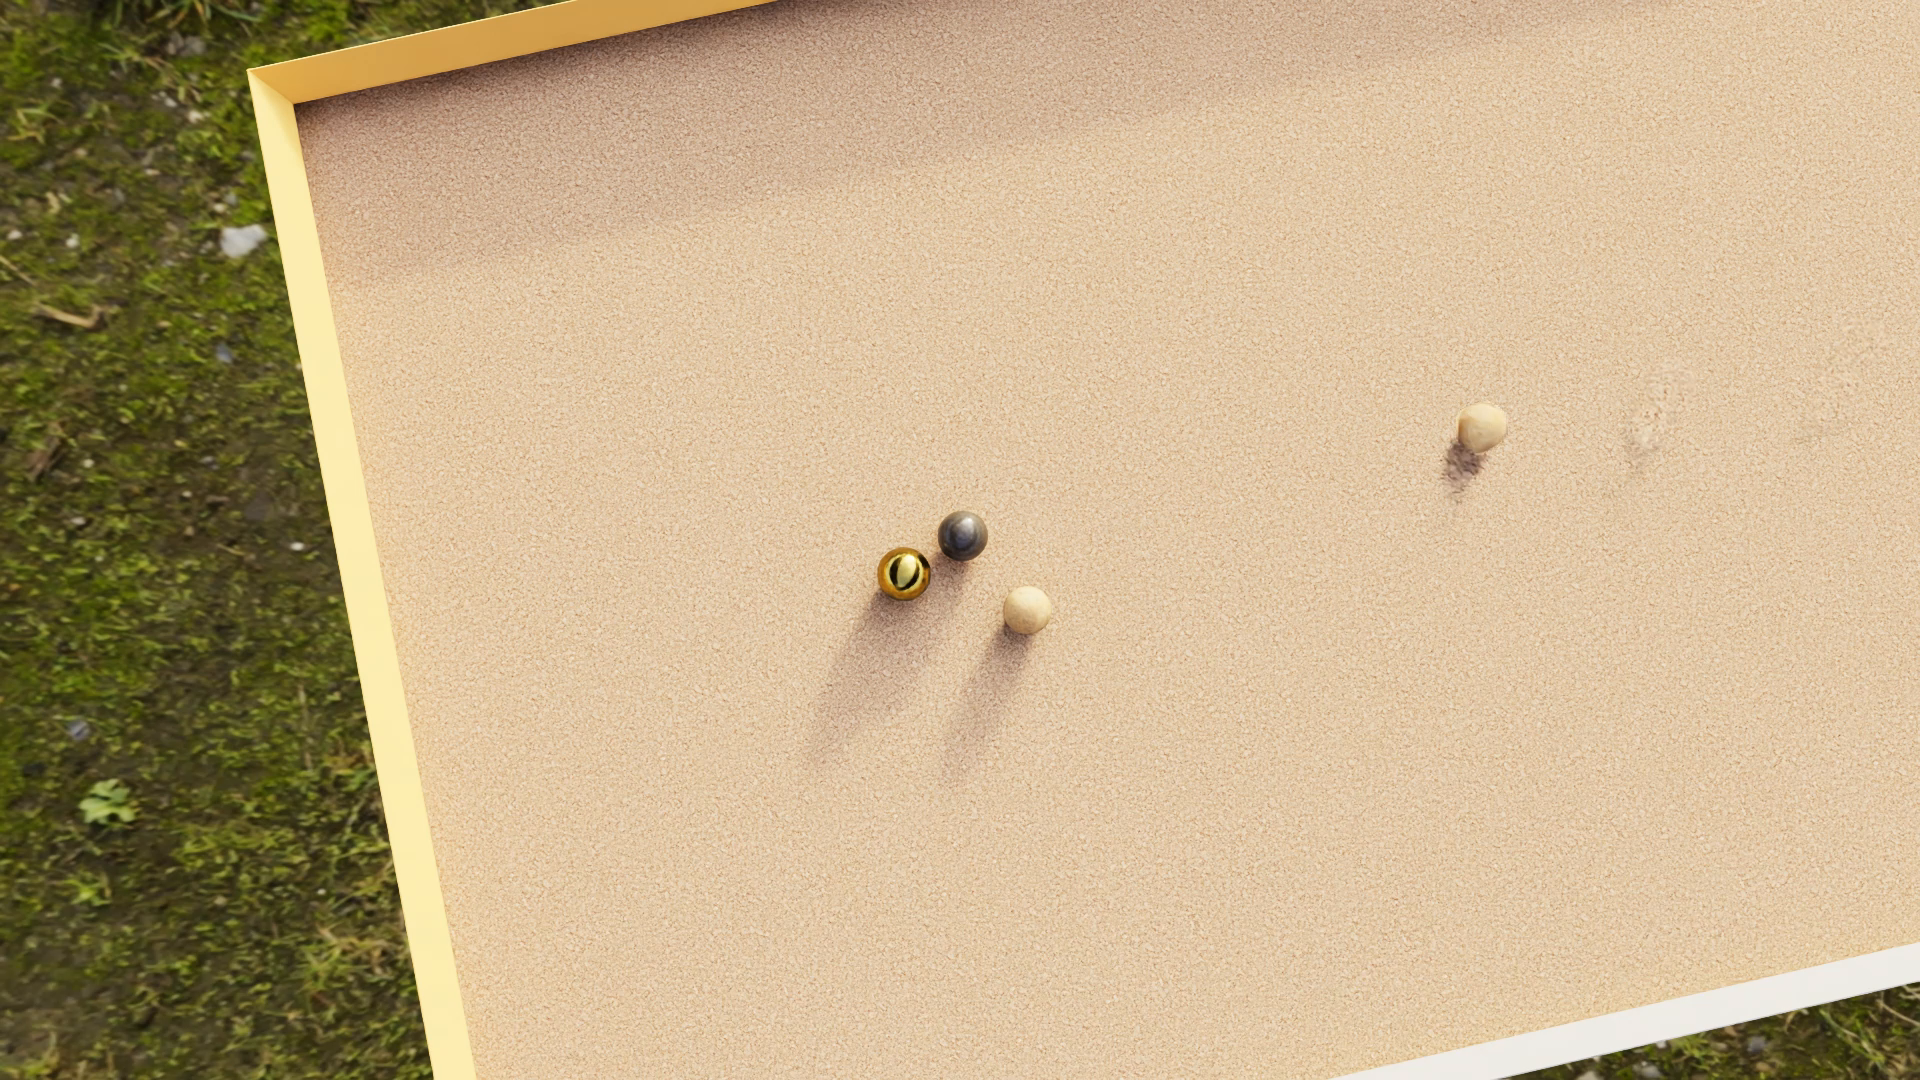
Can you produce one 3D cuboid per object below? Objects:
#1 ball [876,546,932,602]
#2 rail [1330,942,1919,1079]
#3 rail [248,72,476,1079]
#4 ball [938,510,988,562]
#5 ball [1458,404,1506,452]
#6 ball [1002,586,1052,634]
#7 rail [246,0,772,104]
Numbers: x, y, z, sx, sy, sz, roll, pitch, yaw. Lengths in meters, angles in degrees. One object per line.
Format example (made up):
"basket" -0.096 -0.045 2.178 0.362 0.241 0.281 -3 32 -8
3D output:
"ball" -0.083 0.051 3.256 0.081 0.081 0.081 0 82 0
"rail" 1.066 0.672 3.151 3.562 0.105 0.045 -13 82 -2
"rail" -0.846 0.186 3.223 0.045 0.105 1.845 -13 82 -2
"ball" 0.004 -0.006 3.266 0.076 0.076 0.076 0 82 0
"ball" 0.781 -0.168 3.293 0.071 0.071 0.071 0 82 0
"ball" 0.099 0.104 3.252 0.072 0.072 0.072 0 82 0
"rail" 0.671 -1.063 3.406 3.562 0.105 0.045 -13 82 -2
